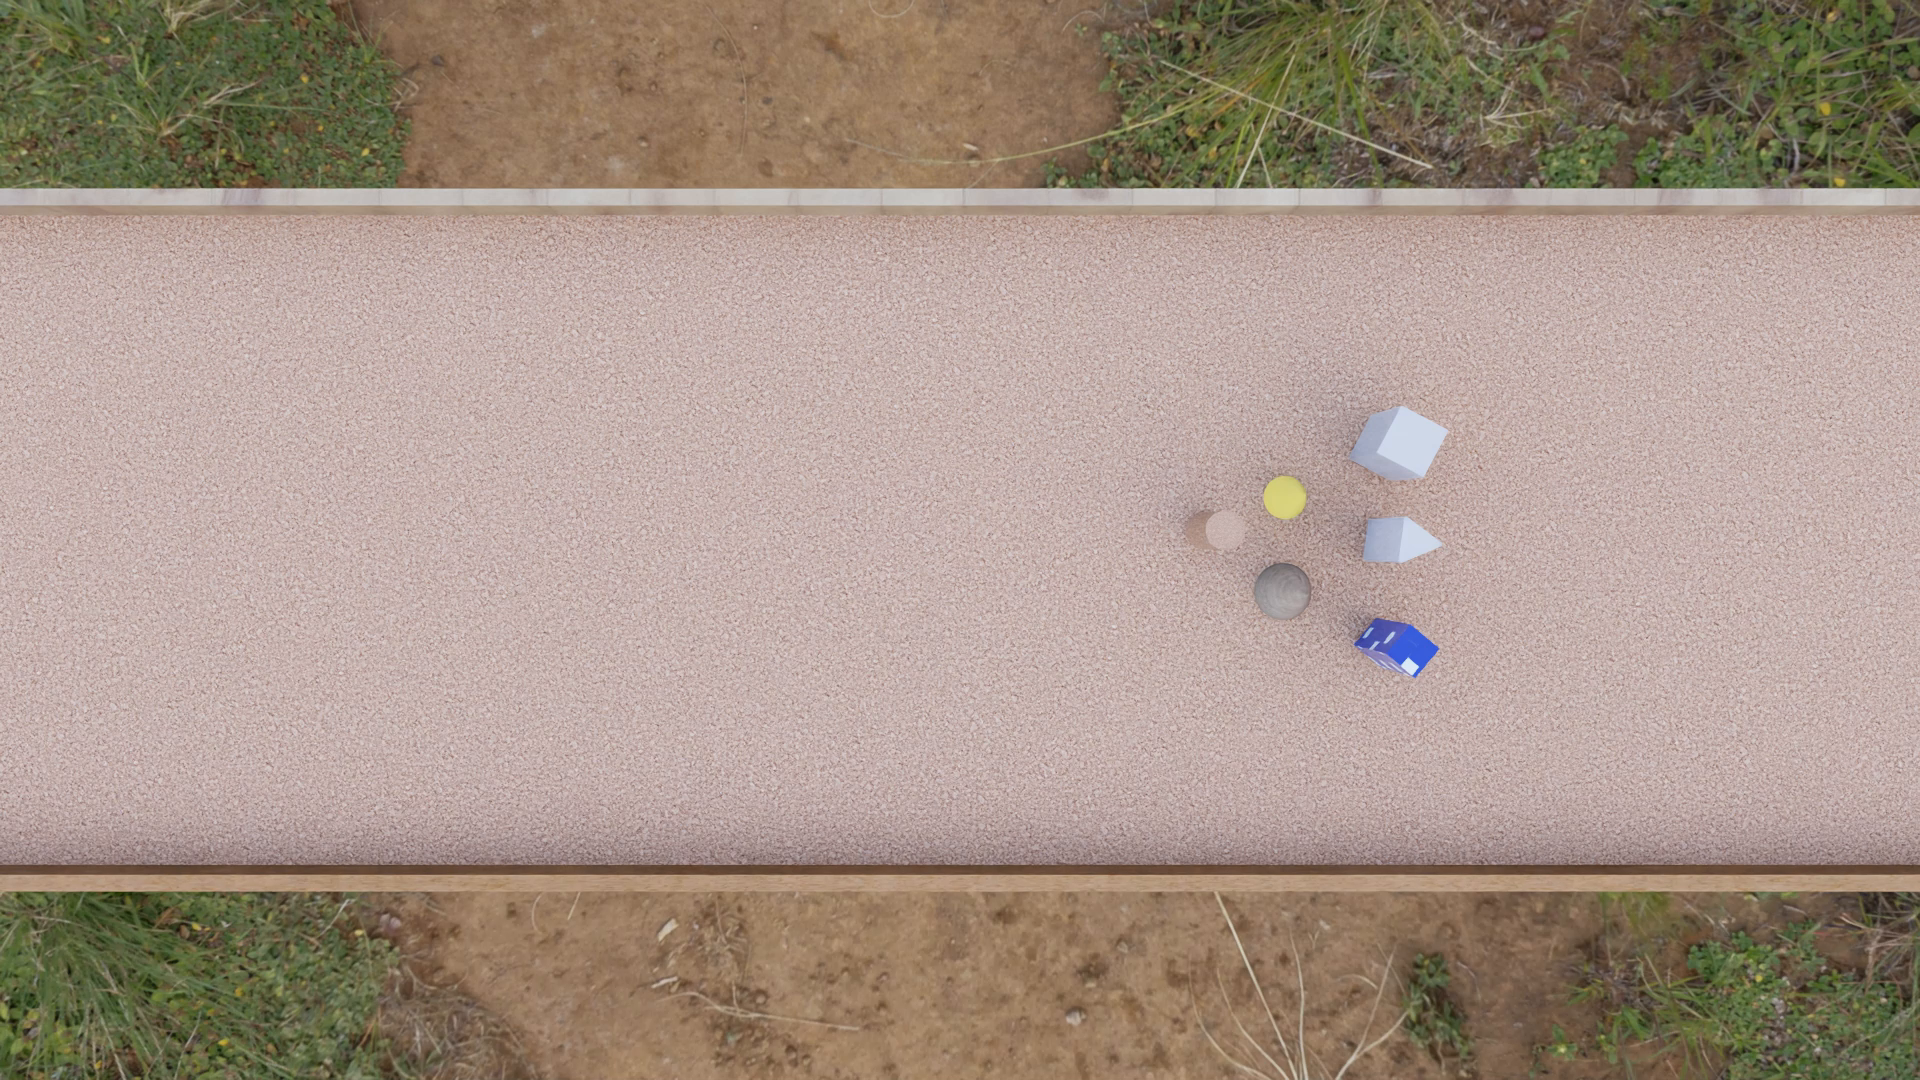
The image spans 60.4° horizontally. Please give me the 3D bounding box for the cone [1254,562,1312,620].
[{"bbox_3d":[0.994,0.159,4.888,0.176,0.377,0.176,0,90,0],"label":"cone"}]

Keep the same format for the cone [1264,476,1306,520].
[{"bbox_3d":[1.001,-0.131,4.923,0.133,0.307,0.133,0,90,0],"label":"cone"}]

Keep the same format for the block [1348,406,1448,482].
[{"bbox_3d":[1.297,-0.283,4.901,0.152,0.351,0.152,28,90,0],"label":"block"}]

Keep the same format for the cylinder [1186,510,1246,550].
[{"bbox_3d":[0.751,-0.027,4.872,0.113,0.410,0.113,0,90,0],"label":"cylinder"}]

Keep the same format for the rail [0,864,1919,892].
[{"bbox_3d":[-2.247,1.025,5.001,12.000,0.150,0.050,0,90,0],"label":"rail"}]

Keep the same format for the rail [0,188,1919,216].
[{"bbox_3d":[-2.247,-1.025,5.002,12.000,0.150,0.050,0,90,0],"label":"rail"}]

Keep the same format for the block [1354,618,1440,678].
[{"bbox_3d":[1.288,0.316,4.883,0.108,0.387,0.108,40,90,0],"label":"block"}]

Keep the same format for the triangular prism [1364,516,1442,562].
[{"bbox_3d":[1.282,-0.014,4.870,0.130,0.413,0.113,-23,90,0],"label":"triangular prism"}]
